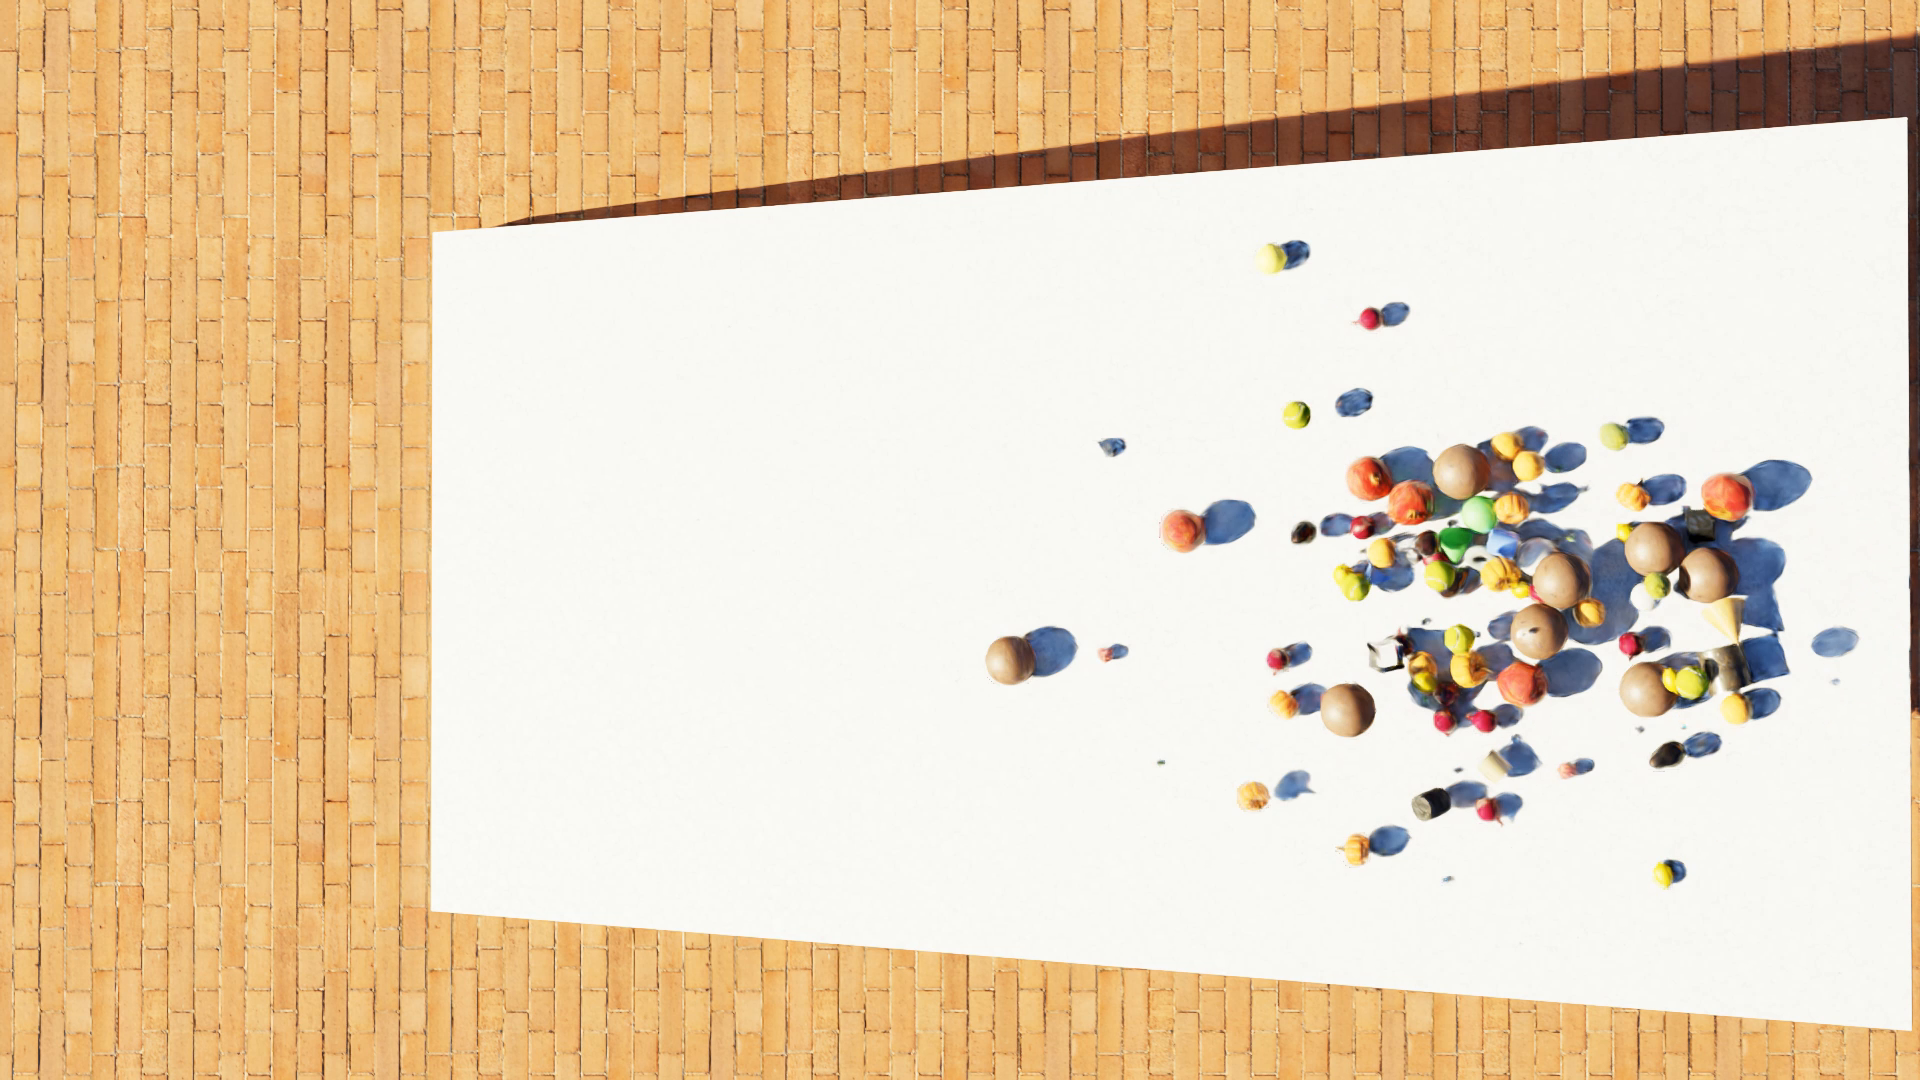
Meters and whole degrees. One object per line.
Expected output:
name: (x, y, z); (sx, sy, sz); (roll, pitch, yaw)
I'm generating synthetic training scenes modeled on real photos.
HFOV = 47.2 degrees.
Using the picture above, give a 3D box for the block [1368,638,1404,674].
block: (1.008, 0.273, 5.206); (0.061, 0.061, 0.061); (-11, 107, -16)

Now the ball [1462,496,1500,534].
ball: (1.221, -0.060, 5.153); (0.089, 0.089, 0.089); (0, 89, 0)

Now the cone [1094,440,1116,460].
cone: (0.376, -0.242, 5.587); (0.054, 0.054, 0.054); (-34, 89, -12)

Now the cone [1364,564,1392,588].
cone: (1.011, 0.090, 5.292); (0.060, 0.060, 0.060); (7, 89, -2)

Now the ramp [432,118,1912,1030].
ramp: (0.282, 0.082, 5.695); (4.000, 0.100, 2.000); (0, 89, 25)

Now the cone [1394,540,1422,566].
cone: (1.066, 0.024, 5.205); (0.067, 0.067, 0.067); (-1, 78, 5)

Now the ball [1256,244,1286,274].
ball: (0.761, -0.688, 5.388); (0.075, 0.075, 0.075); (0, 89, 0)

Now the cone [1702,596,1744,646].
cone: (1.719, 0.195, 4.906); (0.099, 0.099, 0.099); (-11, 57, 0)

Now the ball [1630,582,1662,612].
ball: (1.548, 0.128, 4.958); (0.068, 0.068, 0.068); (0, 89, 0)

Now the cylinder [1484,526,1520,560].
cylinder: (1.262, 0.008, 5.115); (0.060, 0.060, 0.060); (22, 89, -8)

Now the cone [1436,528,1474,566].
cone: (1.172, 0.028, 5.209); (0.085, 0.085, 0.085); (-8, 120, 0)

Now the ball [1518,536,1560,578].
ball: (1.342, 0.040, 5.103); (0.093, 0.093, 0.093); (0, 89, 0)

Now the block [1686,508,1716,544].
block: (1.672, -0.033, 4.963); (0.055, 0.055, 0.055); (-8, 59, 25)
